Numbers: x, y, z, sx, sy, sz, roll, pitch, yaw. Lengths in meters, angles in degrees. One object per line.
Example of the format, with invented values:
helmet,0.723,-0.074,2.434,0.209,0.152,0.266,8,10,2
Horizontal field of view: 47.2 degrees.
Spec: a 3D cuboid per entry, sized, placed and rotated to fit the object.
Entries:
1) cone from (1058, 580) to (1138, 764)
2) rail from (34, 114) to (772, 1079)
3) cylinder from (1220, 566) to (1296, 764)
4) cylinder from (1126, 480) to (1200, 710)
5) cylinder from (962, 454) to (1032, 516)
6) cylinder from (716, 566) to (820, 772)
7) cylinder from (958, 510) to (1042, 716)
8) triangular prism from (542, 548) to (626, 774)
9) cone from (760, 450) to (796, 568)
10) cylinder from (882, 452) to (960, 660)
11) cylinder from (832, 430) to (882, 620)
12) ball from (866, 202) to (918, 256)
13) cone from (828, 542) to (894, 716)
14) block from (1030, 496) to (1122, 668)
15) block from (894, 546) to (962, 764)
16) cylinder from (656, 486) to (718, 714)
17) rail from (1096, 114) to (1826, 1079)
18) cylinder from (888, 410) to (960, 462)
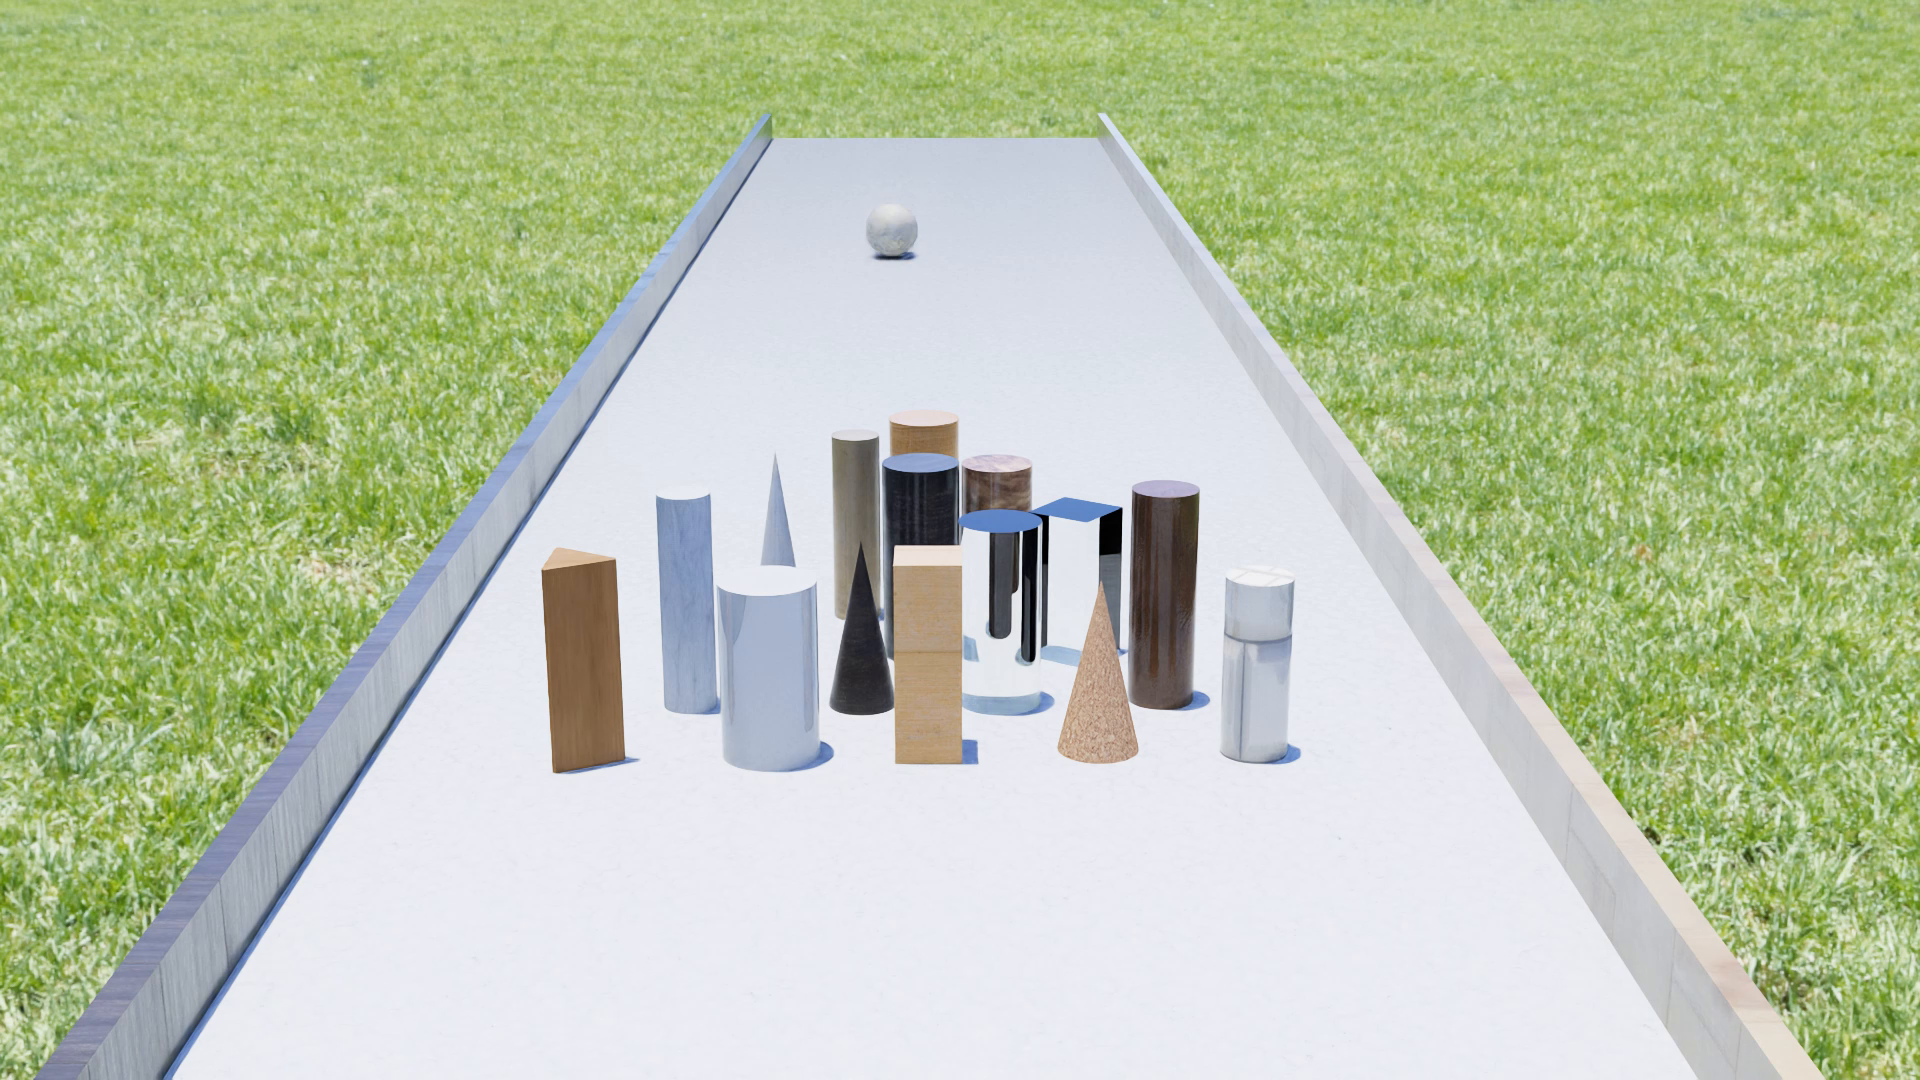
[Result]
cone,0.249,0.223,3.918,0.148,0.319,0.148,0,17,0
rail,-1.118,-0.838,7.780,0.050,0.150,12.000,0,17,-1
cylinder,0.527,0.221,3.904,0.121,0.330,0.121,0,17,0
cylinder,0.383,0.104,4.150,0.127,0.416,0.127,0,17,0
cylinder,0.077,0.004,4.615,0.149,0.341,0.149,0,17,0
cylinder,-0.338,0.226,3.897,0.176,0.325,0.176,0,17,0
cylinder,0.074,0.135,4.146,0.158,0.357,0.158,0,17,0
triangular prism,-0.681,0.206,3.877,0.133,0.374,0.115,-9,19,-28
cone,-0.362,0.029,4.369,0.130,0.433,0.130,0,17,0
cylinder,-0.078,0.037,4.404,0.153,0.398,0.153,0,17,0
cylinder,-0.218,-0.031,4.639,0.100,0.394,0.100,0,17,0
ball,-0.286,-1.300,9.209,0.222,0.222,0.222,0,17,0
cone,-0.185,0.156,4.136,0.130,0.323,0.130,0,17,0
block,0.230,0.084,4.414,0.137,0.302,0.137,11,20,33
block,-0.056,0.203,3.898,0.119,0.368,0.119,0,17,0
cylinder,-0.511,0.112,4.116,0.100,0.418,0.100,0,17,0
rail,0.932,-0.844,7.801,0.050,0.150,12.000,0,17,-1
cylinder,-0.079,-0.092,4.891,0.155,0.368,0.155,0,17,0
